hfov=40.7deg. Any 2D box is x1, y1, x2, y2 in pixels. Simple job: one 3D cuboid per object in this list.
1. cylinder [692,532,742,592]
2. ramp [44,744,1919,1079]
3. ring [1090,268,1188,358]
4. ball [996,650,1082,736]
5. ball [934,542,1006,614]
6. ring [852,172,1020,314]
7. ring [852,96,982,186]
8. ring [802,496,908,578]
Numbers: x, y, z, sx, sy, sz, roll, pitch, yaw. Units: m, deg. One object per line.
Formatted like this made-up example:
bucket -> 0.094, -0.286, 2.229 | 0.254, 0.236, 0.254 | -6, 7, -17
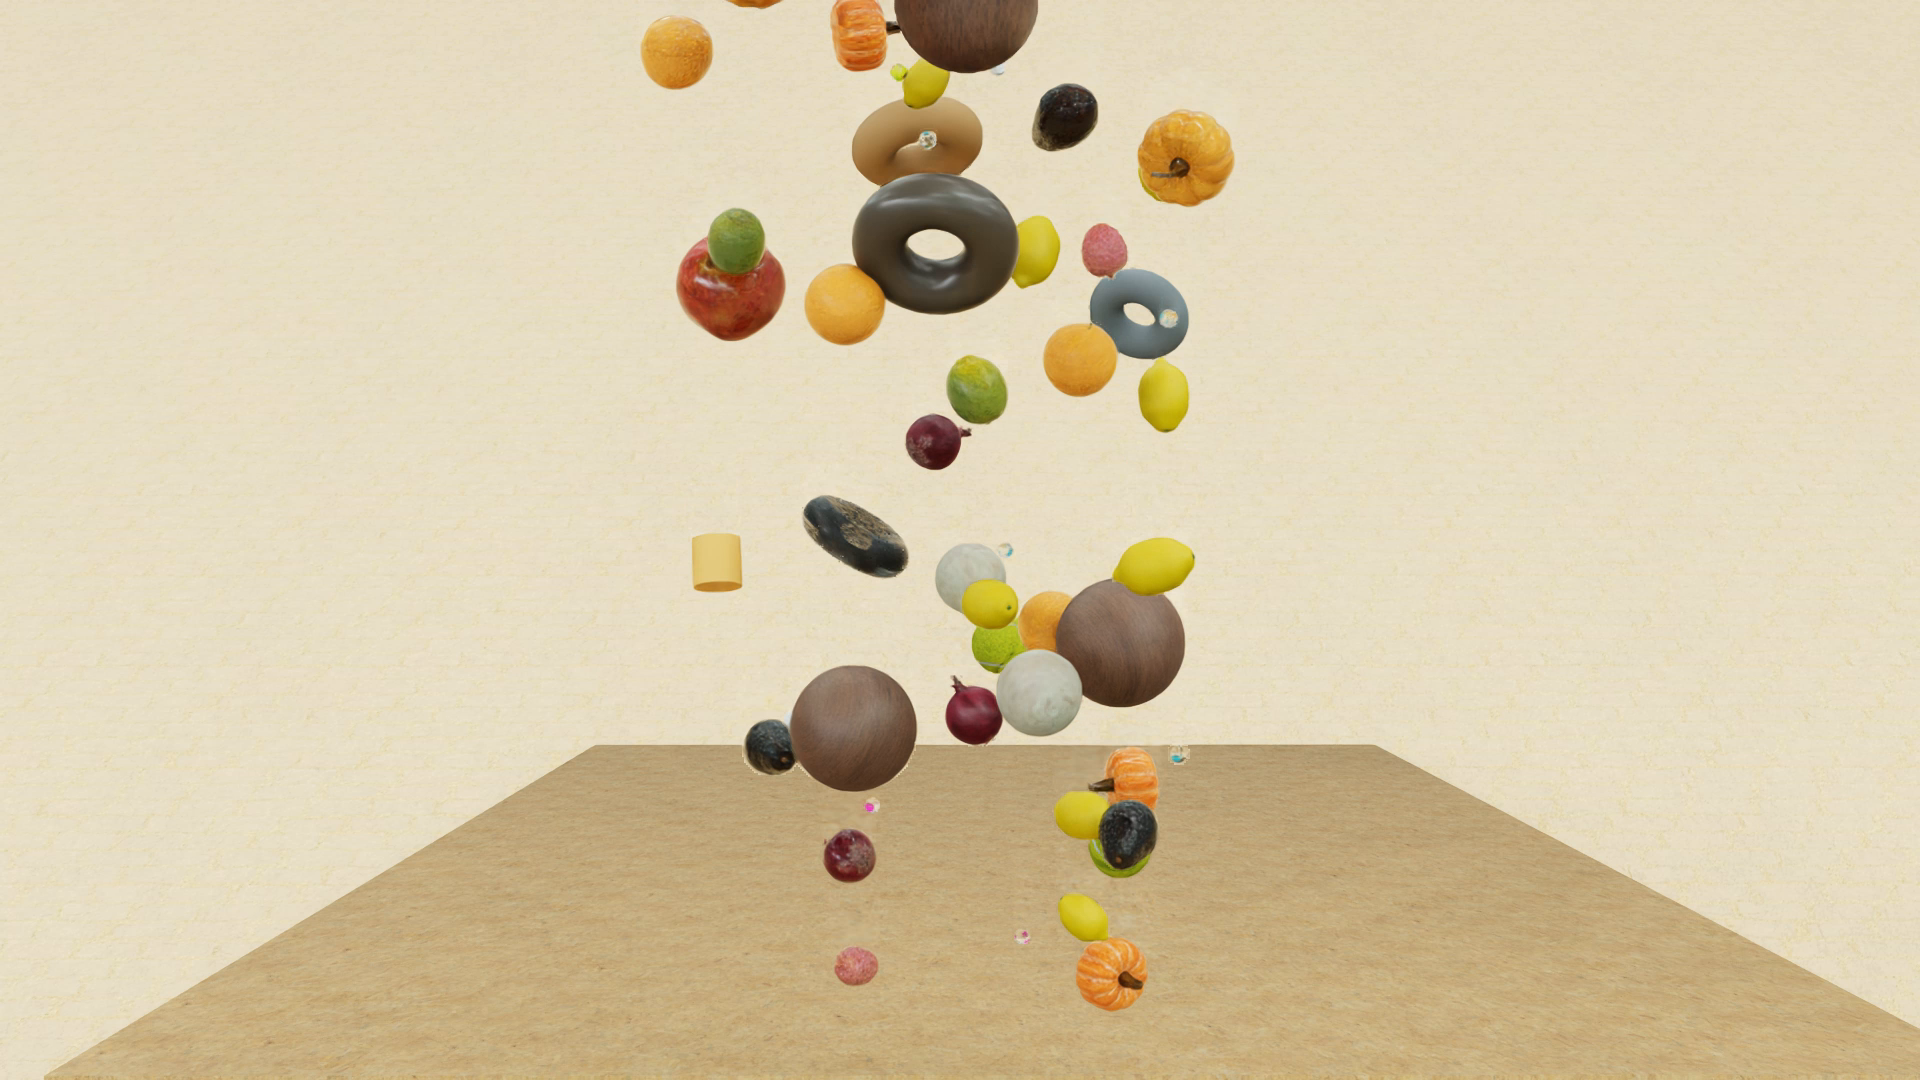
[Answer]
cylinder -> -0.263, 0.025, 2.798 | 0.053, 0.053, 0.053 | -3, -14, -1
ramp -> 0.065, 0.585, 4.634 | 2.000, 0.100, 4.000 | 0, 0, 0
ring -> 0.189, -0.238, 2.724 | 0.109, 0.109, 0.036 | 11, 43, 18
ball -> 0.074, 0.142, 2.401 | 0.081, 0.081, 0.081 | 0, 29, 0
ball -> 0.011, 0.040, 2.738 | 0.076, 0.076, 0.076 | 0, 29, 0
ring -> -0.021, -0.258, 2.260 | 0.148, 0.148, 0.049 | 2, 47, 3
ring -> -0.043, -0.398, 2.592 | 0.134, 0.134, 0.045 | -7, 66, -12
ring -> -0.112, -0.004, 2.779 | 0.127, 0.042, 0.127 | 30, 12, -7
